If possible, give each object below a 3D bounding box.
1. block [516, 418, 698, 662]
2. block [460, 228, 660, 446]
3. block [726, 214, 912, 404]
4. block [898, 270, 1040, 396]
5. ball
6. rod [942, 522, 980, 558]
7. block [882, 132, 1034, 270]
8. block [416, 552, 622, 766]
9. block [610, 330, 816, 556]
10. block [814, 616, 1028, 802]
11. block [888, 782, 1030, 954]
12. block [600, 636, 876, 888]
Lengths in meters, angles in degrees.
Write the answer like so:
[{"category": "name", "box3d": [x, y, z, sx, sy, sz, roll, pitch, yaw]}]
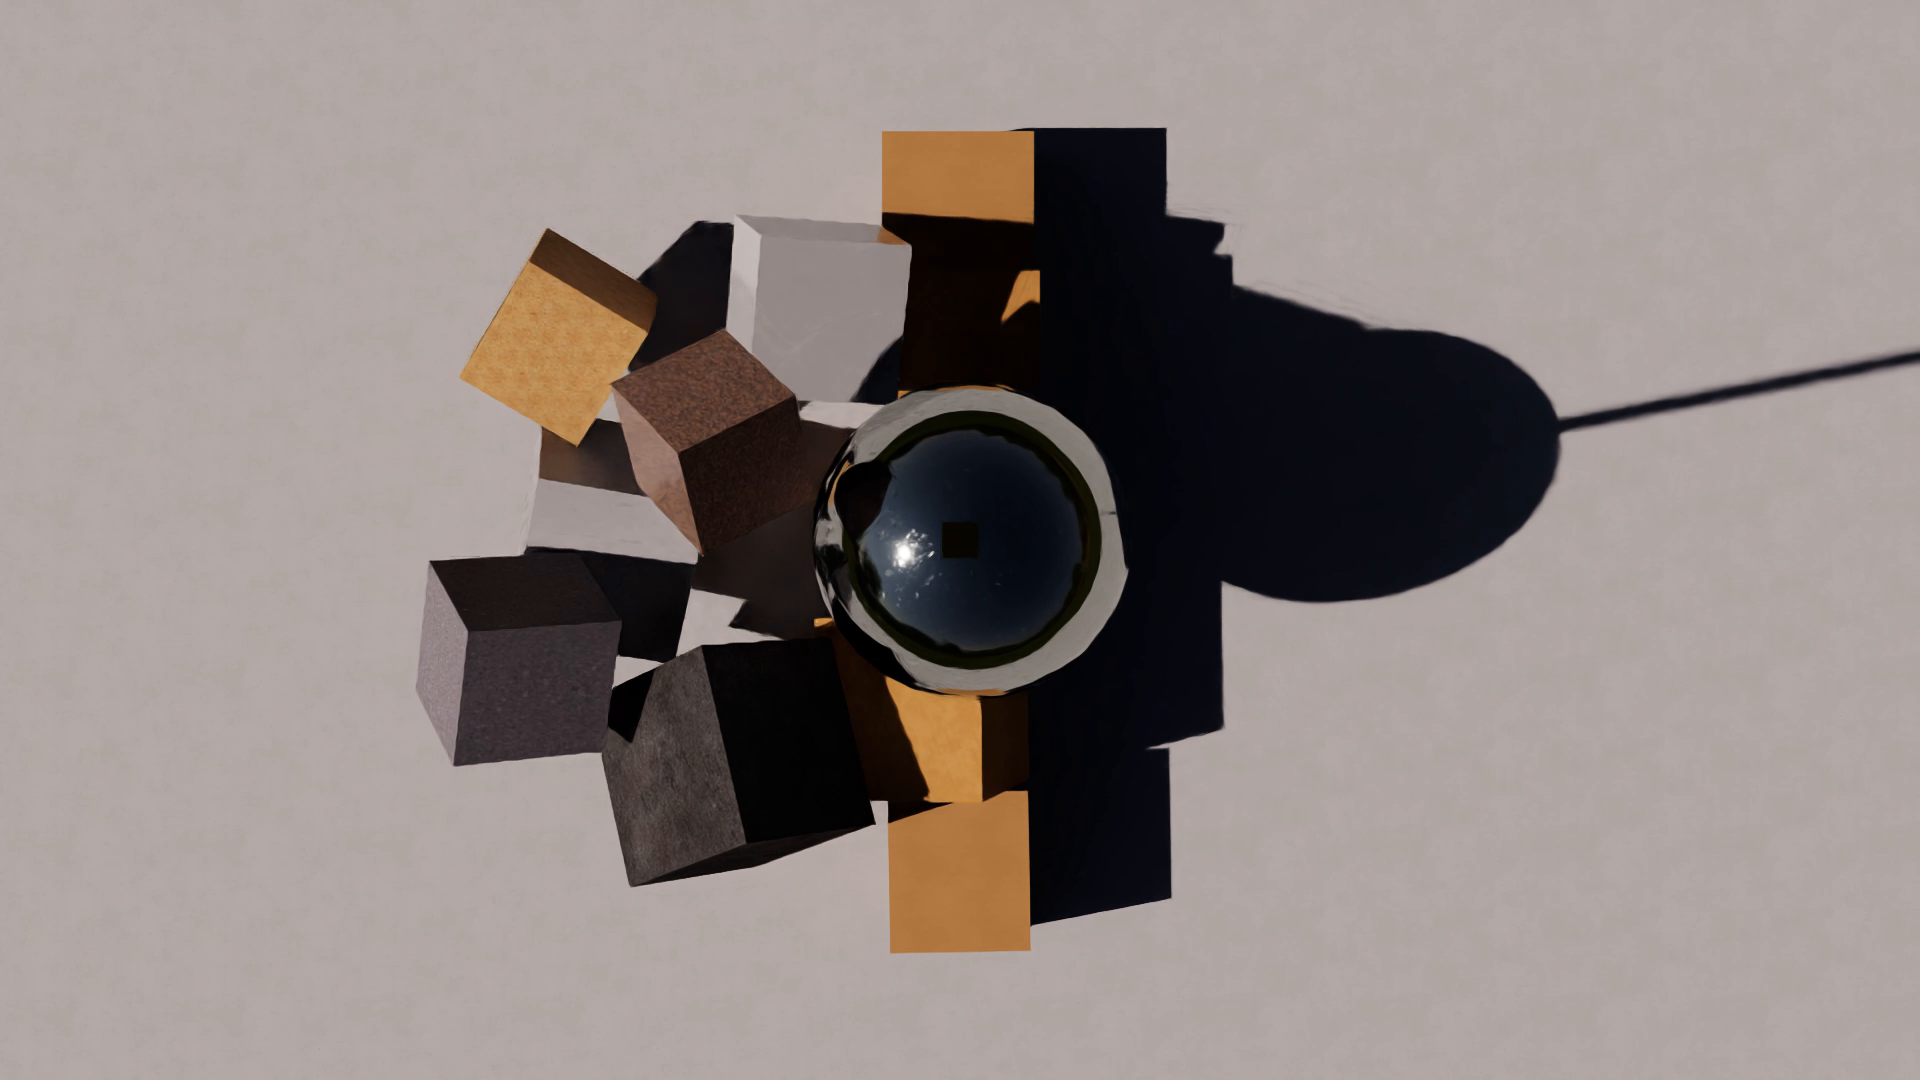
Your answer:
[{"category": "block", "box3d": [-1.962, -0.029, 12.264, 0.907, 1.010, 0.956, 10, 112, -13]}, {"category": "block", "box3d": [-2.200, -1.130, 12.171, 0.731, 0.748, 0.765, 31, 107, -13]}, {"category": "block", "box3d": [-0.771, -1.231, 11.707, 0.795, 0.739, 0.845, 2, 106, -17]}, {"category": "block", "box3d": [0.010, -1.004, 12.474, 0.848, 1.053, 0.921, 0, 90, 0]}, {"category": "ball", "box3d": [0.058, 0.000, 10.953, 1.600, 1.600, 1.600, 0, 90, 0]}, {"category": "rod", "box3d": [0.025, 0.000, 7.553, 0.080, 5.200, 0.080, 0, 90, 1]}, {"category": "block", "box3d": [-0.011, -1.878, 12.639, 0.847, 0.723, 0.808, 0, 90, 0]}, {"category": "block", "box3d": [-2.297, 0.605, 11.401, 0.795, 0.721, 0.792, -3, 120, -29]}, {"category": "block", "box3d": [-1.175, -0.471, 10.495, 0.626, 0.643, 0.668, -28, 46, -21]}, {"category": "block", "box3d": [-0.195, 0.908, 12.357, 0.925, 1.083, 0.990, -1, 90, 15]}, {"category": "block", "box3d": [-0.005, 1.849, 12.616, 0.782, 0.768, 0.890, -1, 90, 0]}, {"category": "block", "box3d": [-1.224, 1.181, 11.748, 1.006, 0.894, 1.035, -25, 74, 41]}]
